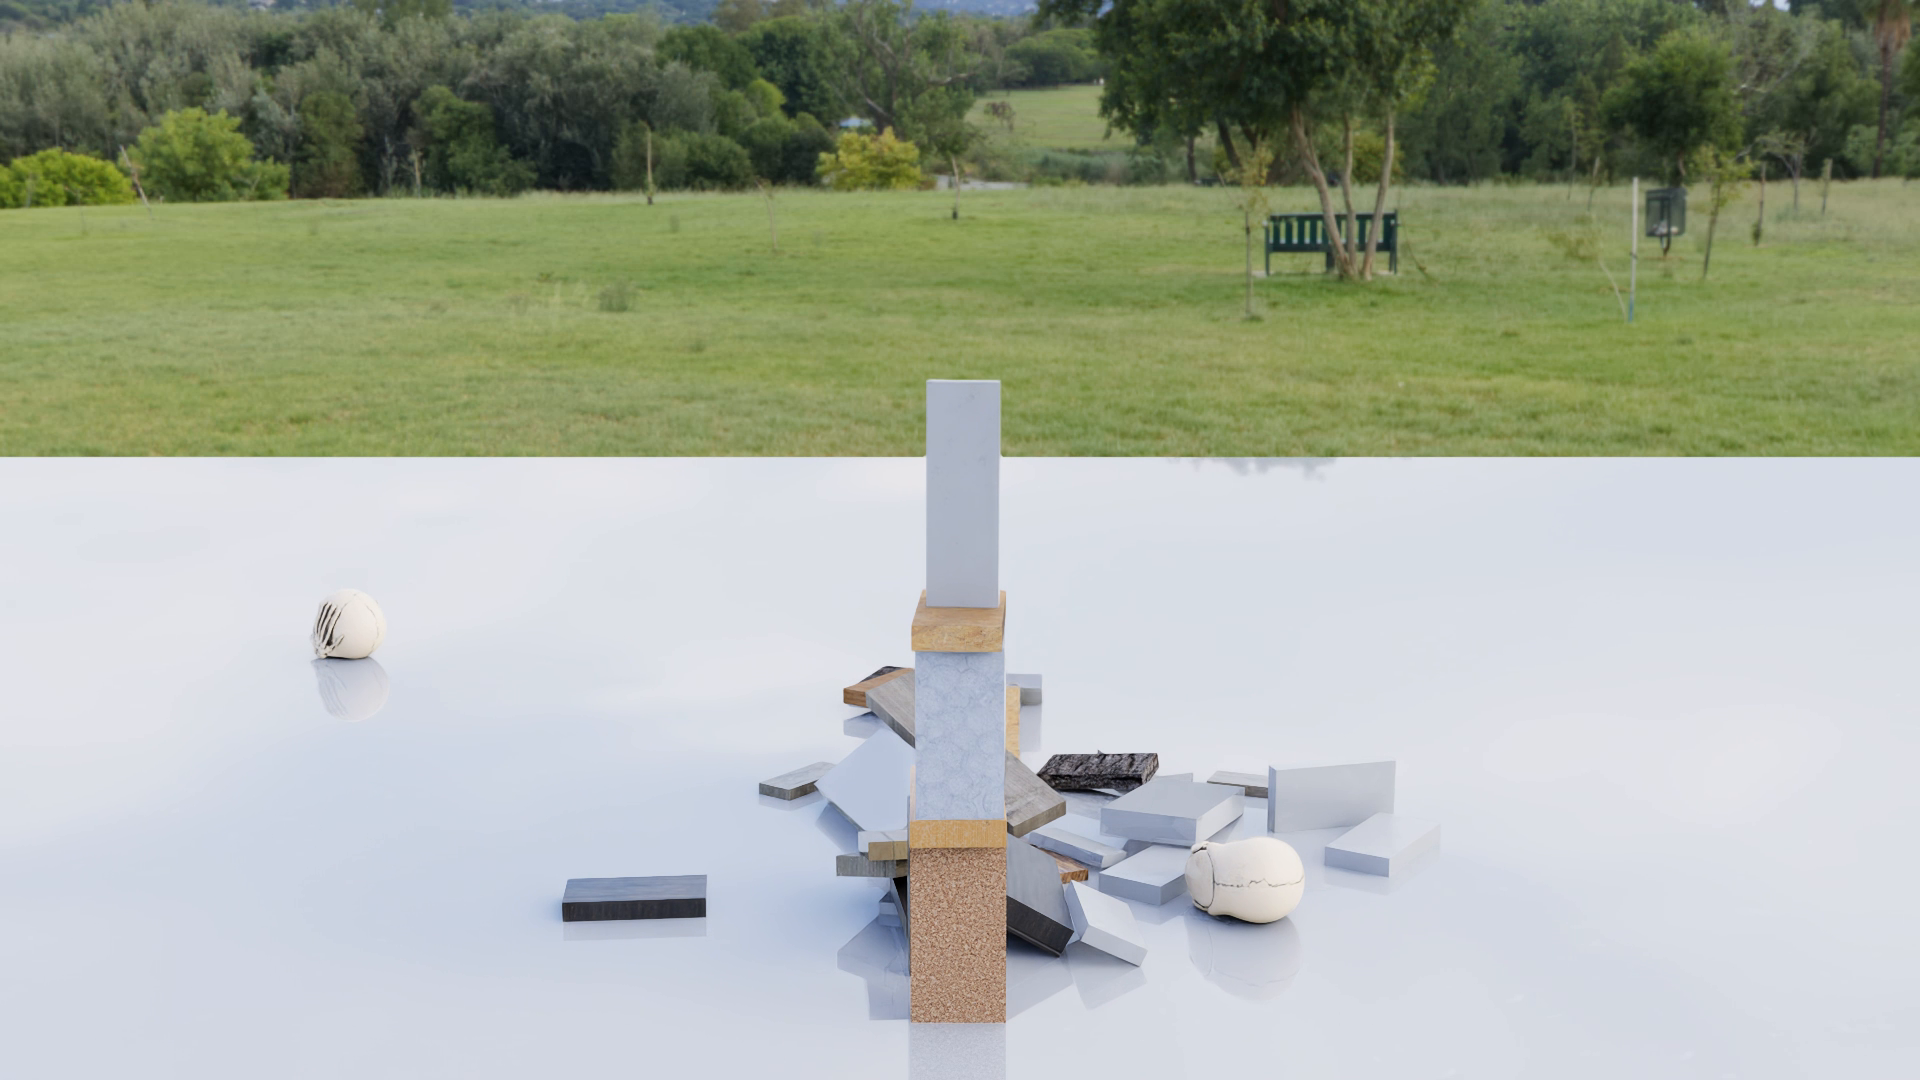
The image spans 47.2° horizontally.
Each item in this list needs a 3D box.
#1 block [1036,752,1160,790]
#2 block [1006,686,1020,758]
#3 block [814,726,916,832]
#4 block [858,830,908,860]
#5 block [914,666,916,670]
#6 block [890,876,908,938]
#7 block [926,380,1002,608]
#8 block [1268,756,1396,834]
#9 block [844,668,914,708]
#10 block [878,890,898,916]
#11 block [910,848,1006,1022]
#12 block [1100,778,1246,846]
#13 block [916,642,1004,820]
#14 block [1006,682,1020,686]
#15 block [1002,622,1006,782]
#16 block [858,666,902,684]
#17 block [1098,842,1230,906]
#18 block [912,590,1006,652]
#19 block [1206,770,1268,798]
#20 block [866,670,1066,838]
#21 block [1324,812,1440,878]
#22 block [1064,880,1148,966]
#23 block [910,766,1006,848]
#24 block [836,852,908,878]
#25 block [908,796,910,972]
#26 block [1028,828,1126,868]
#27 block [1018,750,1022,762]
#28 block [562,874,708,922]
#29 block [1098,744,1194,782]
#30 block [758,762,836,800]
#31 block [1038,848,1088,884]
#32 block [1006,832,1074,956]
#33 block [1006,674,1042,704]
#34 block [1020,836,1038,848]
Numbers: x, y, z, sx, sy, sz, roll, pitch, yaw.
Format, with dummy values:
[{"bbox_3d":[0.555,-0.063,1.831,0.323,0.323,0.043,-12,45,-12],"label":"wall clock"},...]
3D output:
[{"bbox_3d":[0.266,0.447,4.253,0.214,0.030,0.107,-3,15,23],"label":"block"},{"bbox_3d":[0.021,0.404,4.137,0.179,0.051,0.357,2,34,1],"label":"block"},{"bbox_3d":[-0.127,0.459,3.994,0.172,0.049,0.392,-39,21,-11],"label":"block"},{"bbox_3d":[-0.106,0.495,3.572,0.102,0.029,0.204,-2,-3,-7],"label":"block"},{"bbox_3d":[-0.031,0.299,5.150,0.107,0.030,0.339,4,11,18],"label":"block"},{"bbox_3d":[-0.043,0.580,3.528,0.115,0.033,0.229,-2,11,-8],"label":"block"},{"bbox_3d":[0.005,-0.065,3.091,0.102,0.317,0.029,1,8,5],"label":"block"},{"bbox_3d":[0.680,0.464,4.021,0.237,0.118,0.034,-3,11,-15],"label":"block"},{"bbox_3d":[-0.142,0.329,4.873,0.116,0.033,0.231,7,13,34],"label":"block"},{"bbox_3d":[-0.057,0.595,3.589,0.137,0.019,0.068,3,11,16],"label":"block"},{"bbox_3d":[-0.002,0.552,3.131,0.135,0.271,0.038,0,11,0],"label":"block"},{"bbox_3d":[0.388,0.489,3.970,0.172,0.049,0.345,4,4,21],"label":"block"},{"bbox_3d":[-0.001,0.265,3.051,0.123,0.246,0.035,0,12,-1],"label":"block"},{"bbox_3d":[0.032,0.323,4.481,0.179,0.051,0.357,-1,-6,2],"label":"block"},{"bbox_3d":[0.004,0.235,3.211,0.123,0.246,0.035,1,10,5],"label":"block"},{"bbox_3d":[-0.181,0.327,5.033,0.070,0.020,0.236,4,11,18],"label":"block"},{"bbox_3d":[0.349,0.561,3.735,0.118,0.034,0.237,7,13,35],"label":"block"},{"bbox_3d":[0.001,0.112,3.104,0.123,0.035,0.246,0,10,3],"label":"block"},{"bbox_3d":[0.560,0.473,4.241,0.154,0.022,0.077,4,11,21],"label":"block"},{"bbox_3d":[0.004,0.391,4.073,0.116,0.033,0.483,-23,39,-27],"label":"block"},{"bbox_3d":[0.746,0.535,3.874,0.118,0.034,0.237,7,13,33],"label":"block"},{"bbox_3d":[0.226,0.597,3.438,0.102,0.029,0.204,25,8,-9],"label":"block"},{"bbox_3d":[-0.005,0.384,3.189,0.135,0.038,0.271,0,11,-1],"label":"block"},{"bbox_3d":[-0.093,0.528,3.633,0.115,0.033,0.230,-4,-3,30],"label":"block"},{"bbox_3d":[-0.010,0.519,3.310,0.135,0.271,0.038,-1,11,-7],"label":"block"},{"bbox_3d":[0.205,0.535,3.830,0.154,0.022,0.077,14,7,35],"label":"block"},{"bbox_3d":[0.021,0.410,4.341,0.179,0.051,0.357,0,11,-2],"label":"block"},{"bbox_3d":[-0.530,0.586,3.601,0.230,0.033,0.115,-1,11,-5],"label":"block"},{"bbox_3d":[0.364,0.450,4.340,0.107,0.030,0.214,-4,11,-20],"label":"block"},{"bbox_3d":[-0.300,0.467,4.271,0.077,0.022,0.185,8,13,36],"label":"block"},{"bbox_3d":[0.159,0.559,3.781,0.068,0.019,0.137,-5,12,-24],"label":"block"},{"bbox_3d":[0.082,0.549,3.539,0.172,0.049,0.345,29,8,-7],"label":"block"},{"bbox_3d":[0.065,0.327,4.845,0.231,0.033,0.116,1,-21,3],"label":"block"},{"bbox_3d":[0.081,0.536,3.913,0.060,0.017,0.121,-6,12,-30],"label":"block"}]
